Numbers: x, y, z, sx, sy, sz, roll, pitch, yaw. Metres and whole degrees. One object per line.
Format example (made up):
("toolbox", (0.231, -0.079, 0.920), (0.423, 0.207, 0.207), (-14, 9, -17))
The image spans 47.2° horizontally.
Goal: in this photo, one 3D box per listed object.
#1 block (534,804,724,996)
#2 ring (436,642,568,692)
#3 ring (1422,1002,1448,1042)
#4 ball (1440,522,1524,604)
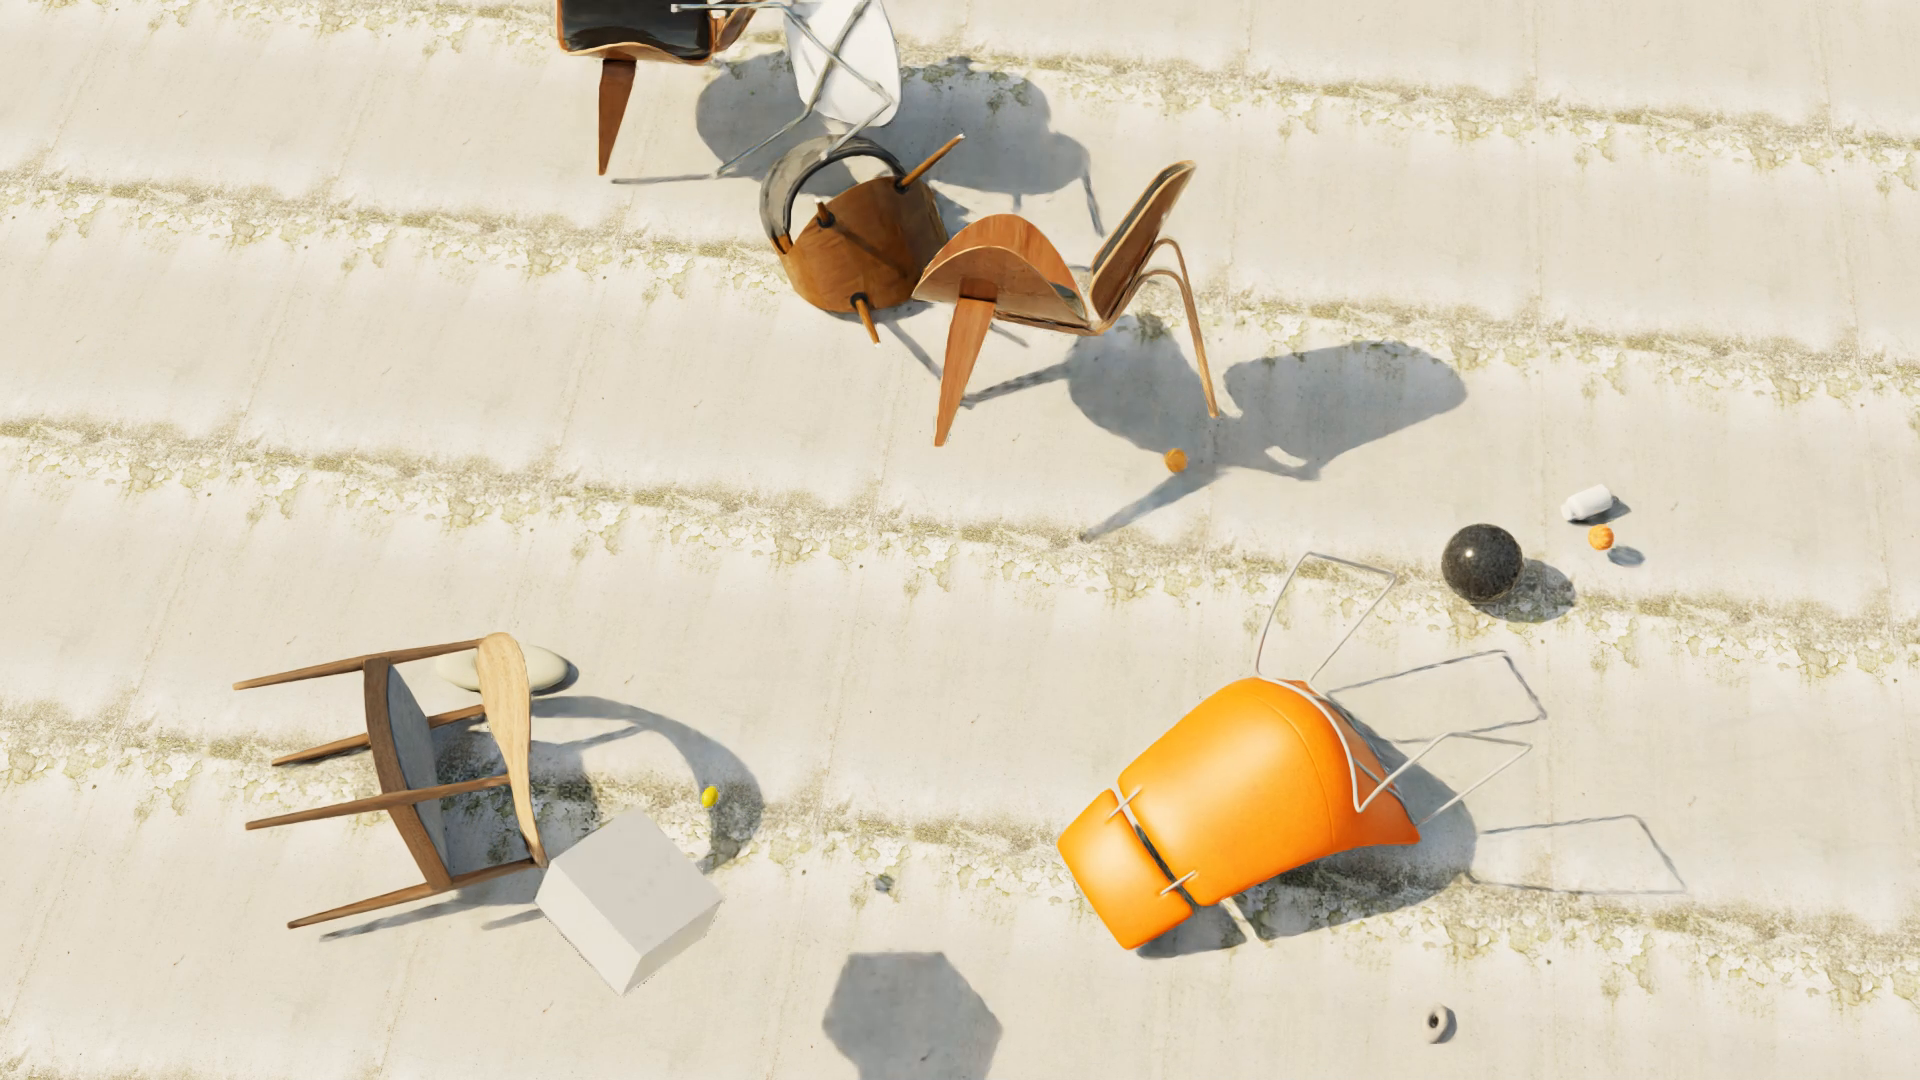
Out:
("block", (-0.789, 0.857, 5.247), (0.315, 0.185, 0.275), (44, 46, 15))
("ring", (-1.314, 0.364, 6.301), (0.387, 0.048, 0.168), (3, 55, 2))
("ring", (1.234, 1.253, 5.714), (0.067, 0.032, 0.111), (16, 57, 13))
("ball", (1.517, 0.068, 6.387), (0.236, 0.236, 0.236), (0, 56, 0))
